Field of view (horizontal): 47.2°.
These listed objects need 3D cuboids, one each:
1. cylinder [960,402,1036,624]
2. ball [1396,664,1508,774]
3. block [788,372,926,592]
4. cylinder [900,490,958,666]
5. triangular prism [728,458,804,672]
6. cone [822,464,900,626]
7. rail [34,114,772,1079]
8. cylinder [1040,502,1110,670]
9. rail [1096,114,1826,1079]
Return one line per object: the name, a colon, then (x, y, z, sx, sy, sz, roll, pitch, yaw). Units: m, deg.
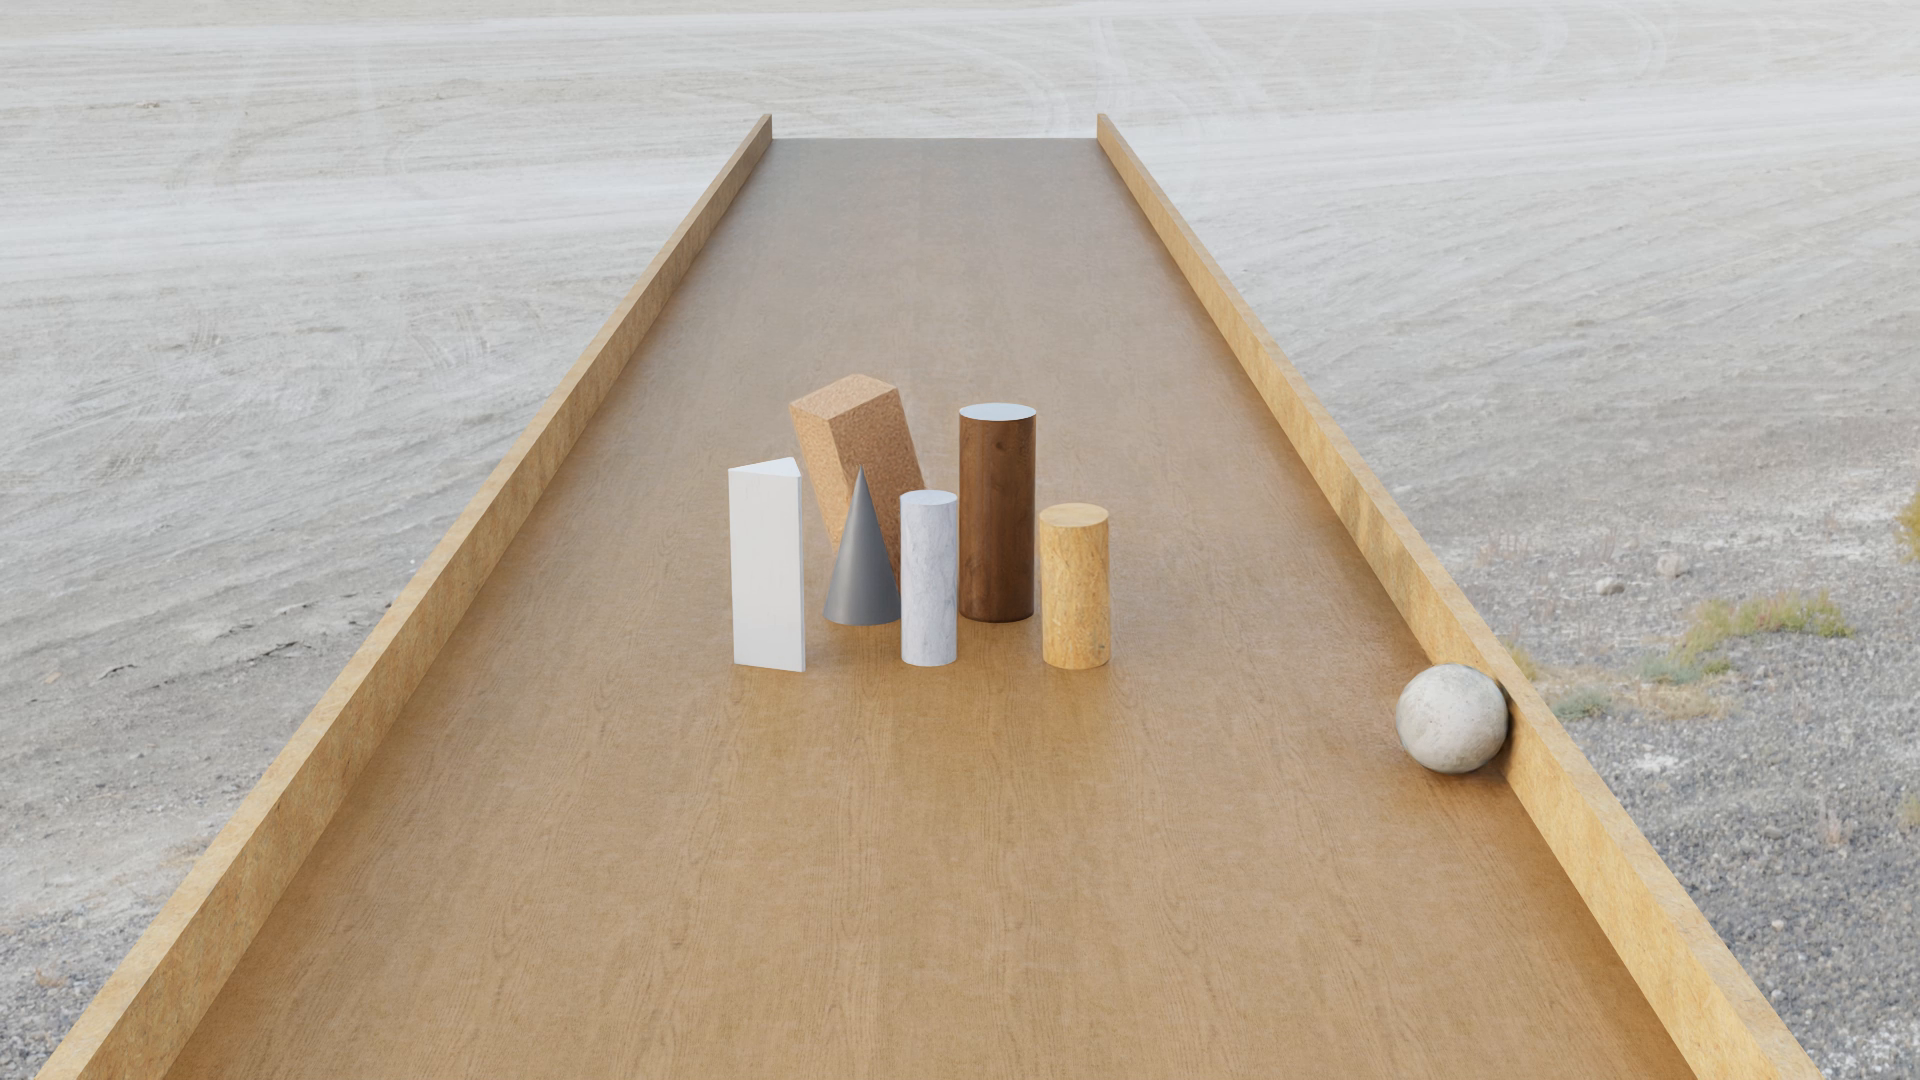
cylinder: (0.079, -0.058, 4.651, 0.161, 0.439, 0.161, 0, 17, 0)
ball: (0.855, 0.310, 3.822, 0.192, 0.192, 0.192, 0, 17, 0)
block: (-0.199, -0.117, 4.797, 0.177, 0.438, 0.177, -27, 27, -24)
cylinder: (-0.062, 0.076, 4.387, 0.113, 0.334, 0.113, 0, 17, 0)
triangular prism: (-0.358, 0.044, 4.377, 0.153, 0.400, 0.132, 6, 18, 19)
cone: (-0.207, -0.002, 4.654, 0.176, 0.331, 0.176, 0, 17, 0)
rail: (-1.118, -0.838, 7.780, 0.050, 0.150, 12.000, 0, 17, -1)
cylinder: (0.229, 0.092, 4.369, 0.136, 0.302, 0.136, -2, 21, 1)
rail: (0.932, -0.844, 7.801, 0.050, 0.150, 12.000, 0, 17, -1)
